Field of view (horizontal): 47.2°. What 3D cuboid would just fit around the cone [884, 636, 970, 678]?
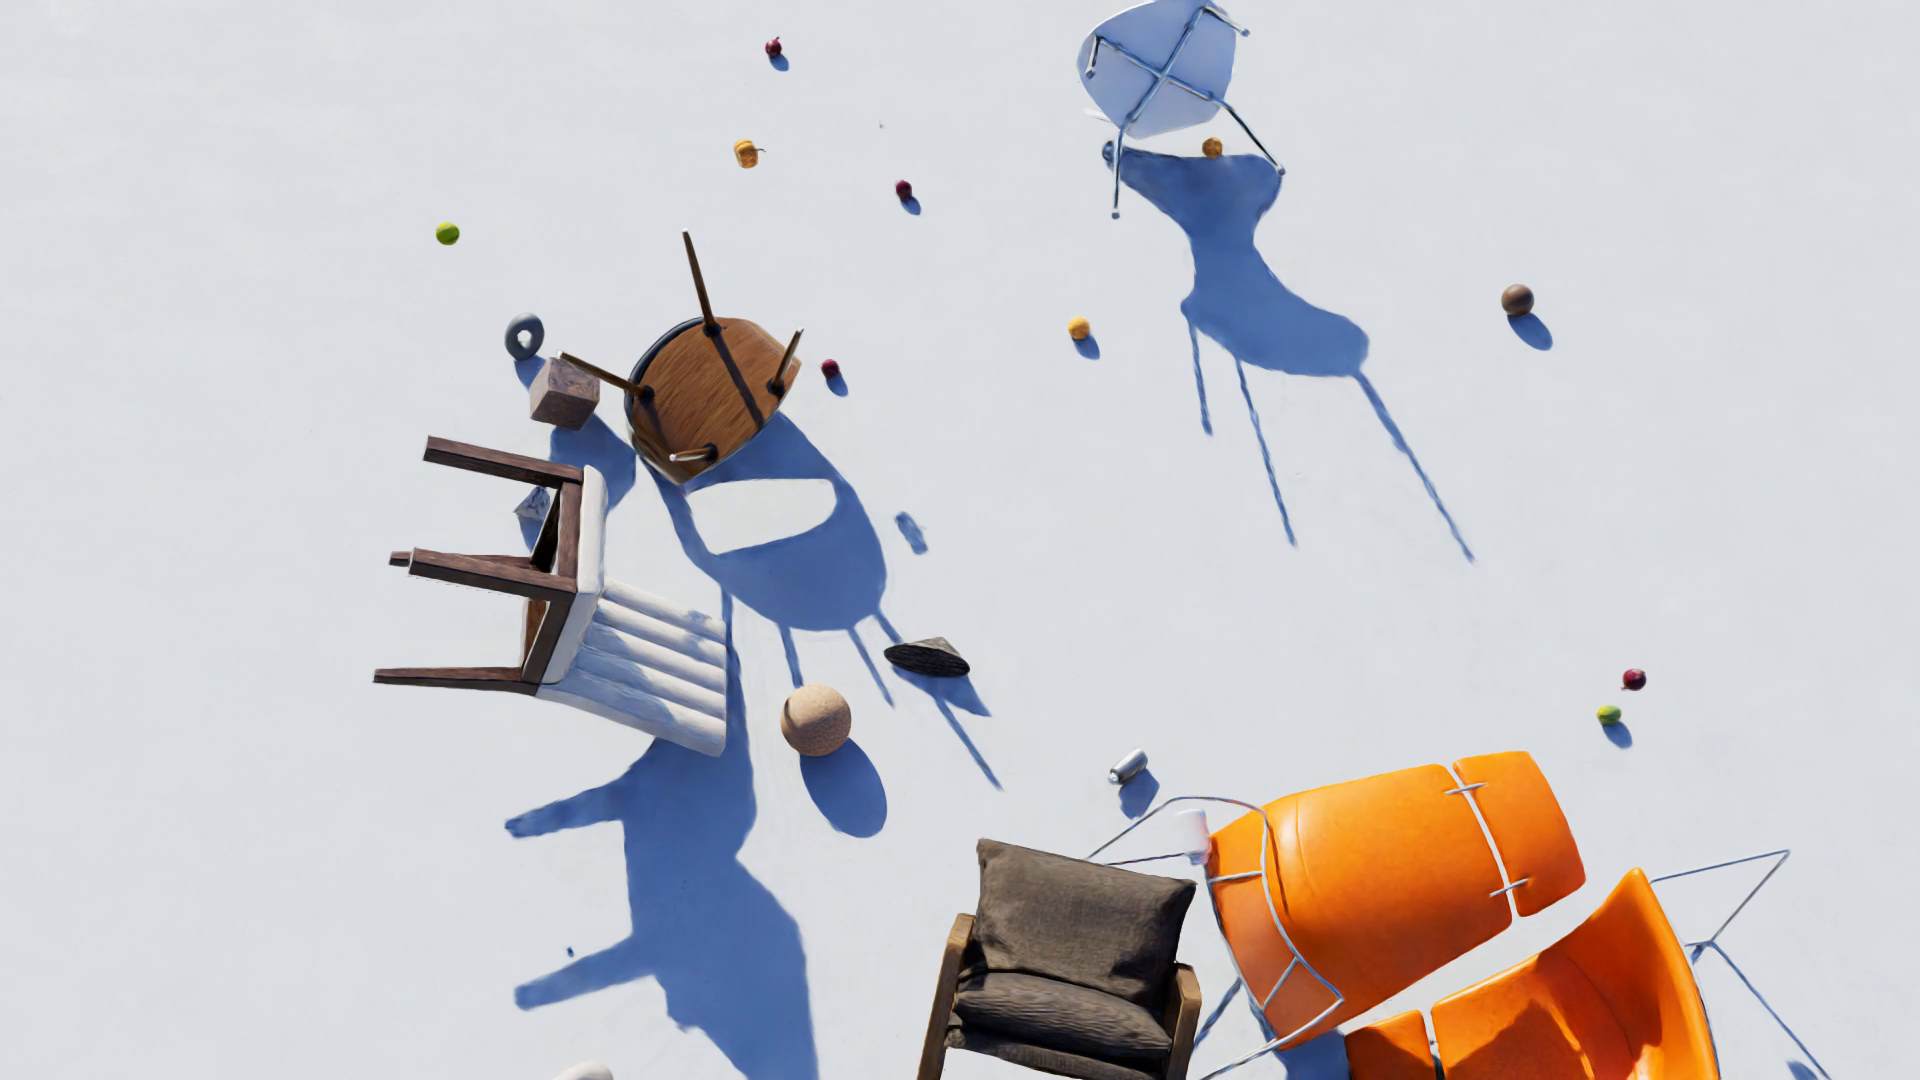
[{"bbox_3d":[-0.072,0.312,6.333,0.267,0.100,0.135,9,33,18],"label":"cone"}]

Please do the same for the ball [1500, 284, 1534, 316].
[{"bbox_3d":[1.782,-0.766,7.024,0.106,0.106,0.106,0,56,0],"label":"ball"}]

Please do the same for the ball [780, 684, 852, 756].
[{"bbox_3d":[-0.401,0.501,6.117,0.200,0.200,0.200,0,56,0],"label":"ball"}]

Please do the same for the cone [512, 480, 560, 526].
[{"bbox_3d":[-1.246,-0.087,6.593,0.133,0.156,0.133,42,99,-8],"label":"cone"}]

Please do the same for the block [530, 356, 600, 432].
[{"bbox_3d":[-1.212,-0.448,6.737,0.161,0.166,0.126,13,54,-27],"label":"block"}]

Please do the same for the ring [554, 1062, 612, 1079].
[{"bbox_3d":[-0.997,1.455,5.515,0.180,0.079,0.360,46,53,-7],"label":"ring"}]

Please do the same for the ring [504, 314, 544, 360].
[{"bbox_3d":[-1.369,-0.639,6.908,0.120,0.168,0.063,20,33,-17],"label":"ring"}]
